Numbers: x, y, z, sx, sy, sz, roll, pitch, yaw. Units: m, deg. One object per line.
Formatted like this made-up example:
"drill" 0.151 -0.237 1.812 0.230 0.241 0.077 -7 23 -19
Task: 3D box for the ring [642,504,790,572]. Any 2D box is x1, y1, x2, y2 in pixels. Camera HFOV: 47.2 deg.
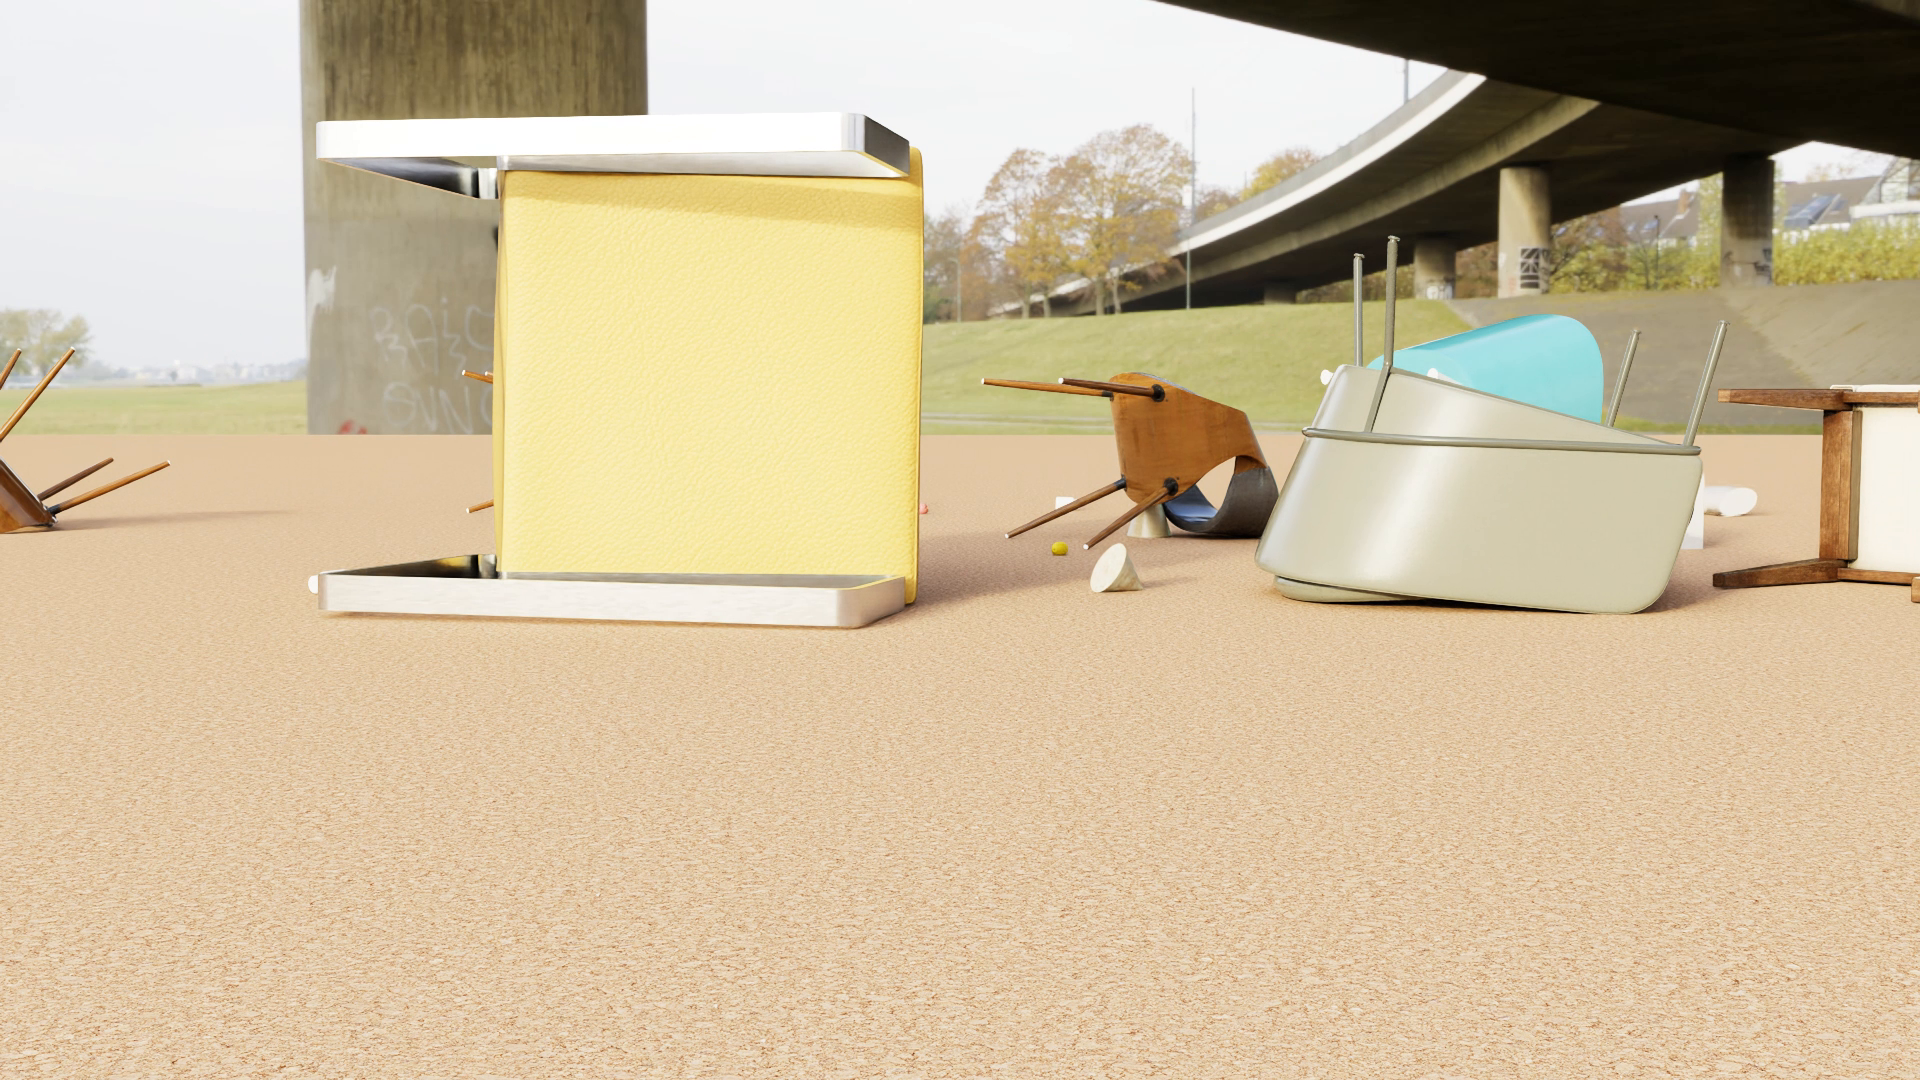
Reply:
"ring" -0.608 -0.005 5.492 0.387 0.156 0.311 -4 4 -34

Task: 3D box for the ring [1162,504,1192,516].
"ring" 0.770 -0.109 7.858 0.115 0.038 0.154 0 3 8

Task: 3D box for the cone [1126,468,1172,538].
"cone" 0.578 -0.119 6.711 0.140 0.215 0.204 0 4 3

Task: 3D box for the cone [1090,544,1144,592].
"cone" 0.370 0.087 4.898 0.105 0.122 0.120 31 -12 -23

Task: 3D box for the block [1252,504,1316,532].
"block" 1.030 -0.071 6.989 0.168 0.081 0.122 -4 5 -44

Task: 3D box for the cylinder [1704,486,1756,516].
"cylinder" 2.724 -0.139 7.838 0.145 0.094 0.201 -19 6 -7

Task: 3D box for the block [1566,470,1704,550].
"block" 1.936 -0.088 6.318 0.270 0.207 0.323 0 4 -6
